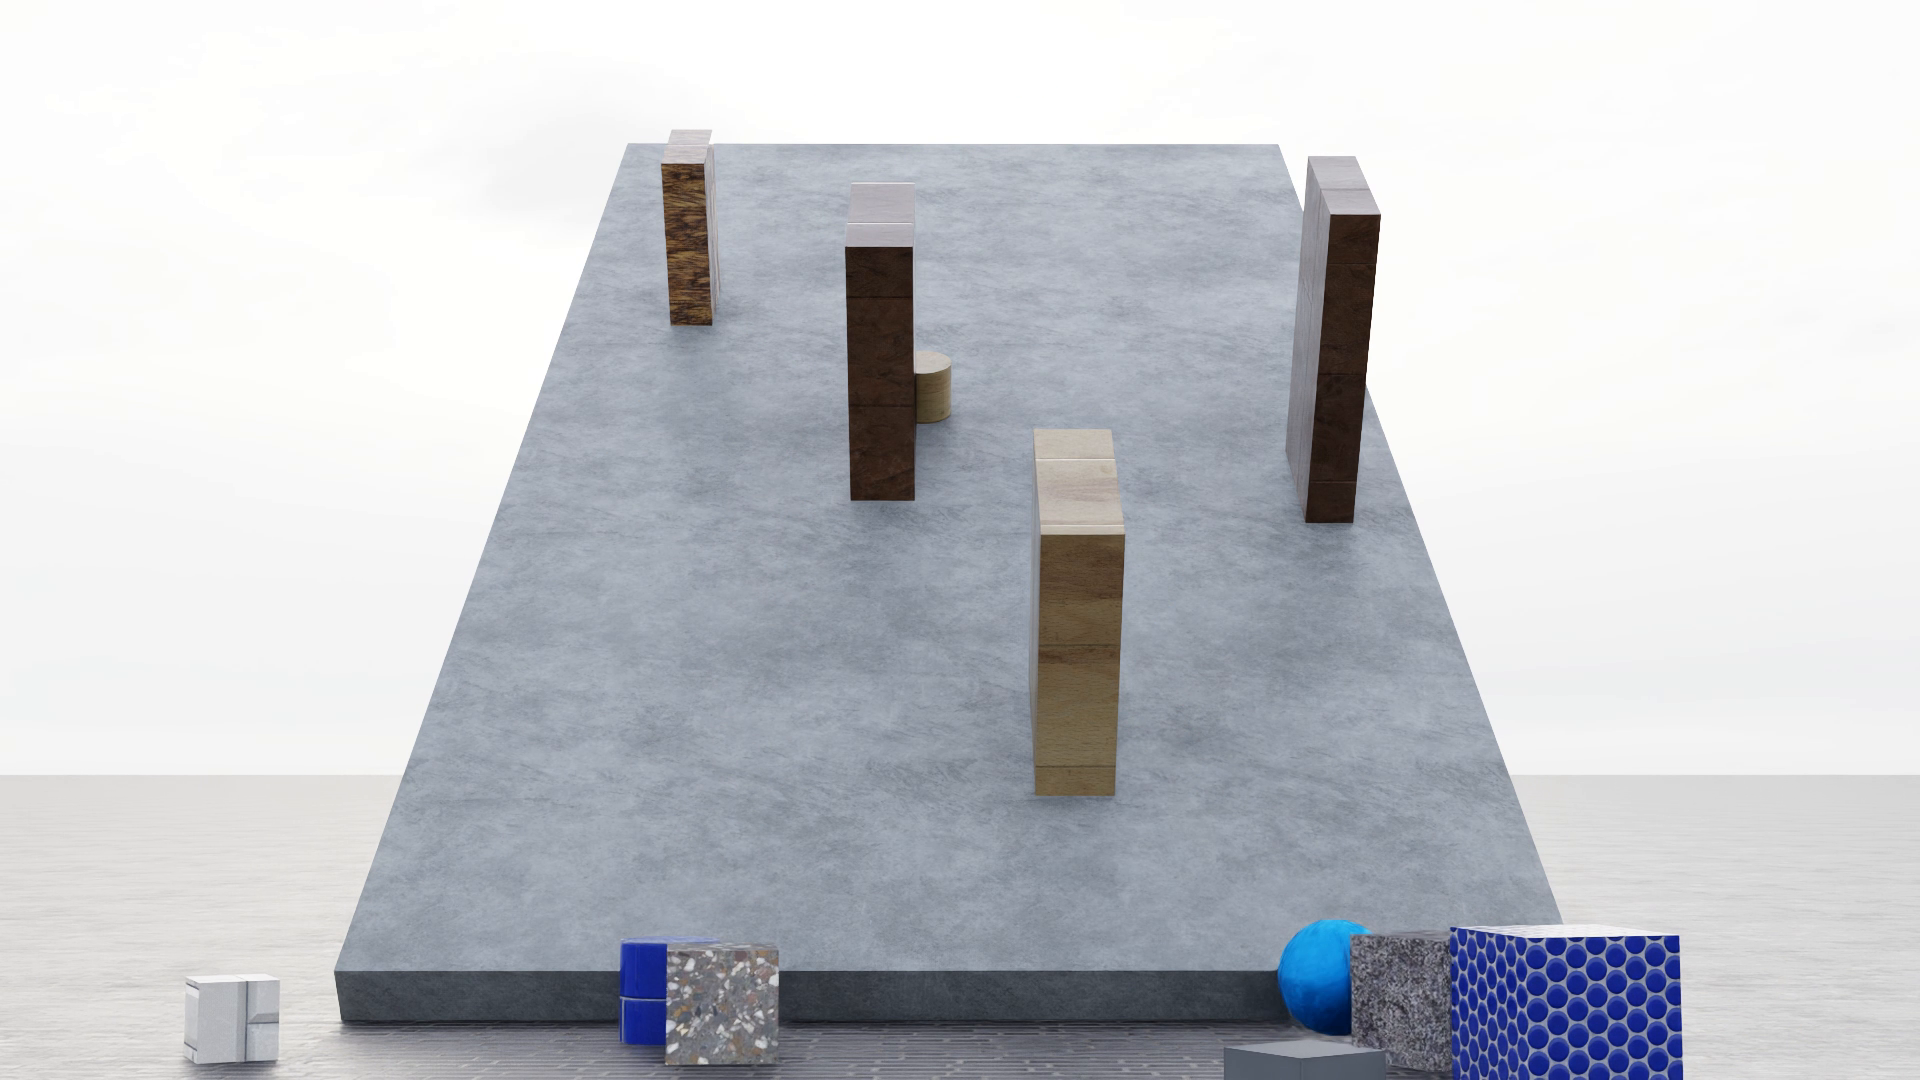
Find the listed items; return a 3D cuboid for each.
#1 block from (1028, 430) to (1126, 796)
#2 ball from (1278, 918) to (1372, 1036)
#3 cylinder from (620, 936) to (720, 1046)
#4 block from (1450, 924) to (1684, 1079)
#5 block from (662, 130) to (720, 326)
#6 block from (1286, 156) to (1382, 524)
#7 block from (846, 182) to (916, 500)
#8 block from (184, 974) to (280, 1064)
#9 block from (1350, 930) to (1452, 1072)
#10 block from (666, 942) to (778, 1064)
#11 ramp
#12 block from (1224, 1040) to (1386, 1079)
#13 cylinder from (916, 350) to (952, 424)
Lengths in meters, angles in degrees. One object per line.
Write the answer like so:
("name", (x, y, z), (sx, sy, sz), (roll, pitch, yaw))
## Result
("block", (0.205, 0.127, 4.322), (0.142, 0.530, 0.404), (0, 29, 0))
("ball", (0.541, 0.630, 3.452), (0.166, 0.166, 0.166), (0, -5, 0))
("cylinder", (-0.438, 0.677, 3.606), (0.149, 0.149, 0.149), (0, -5, 0))
("block", (0.749, 0.588, 2.971), (0.205, 0.205, 0.205), (1, -6, -14))
("block", (-0.686, -0.800, 6.123), (0.106, 0.435, 0.258), (0, 29, 0))
("block", (0.800, -0.432, 5.168), (0.103, 0.708, 0.353), (0, 29, 0))
("block", (-0.170, -0.442, 5.298), (0.141, 0.597, 0.392), (0, 29, 0))
("block", (-1.030, 0.675, 3.383), (0.110, 0.110, 0.110), (3, -6, -27))
("block", (0.669, 0.638, 3.333), (0.174, 0.174, 0.174), (4, -7, -36))
("block", (-0.337, 0.653, 3.386), (0.154, 0.154, 0.154), (1, -5, -7))
("ramp", (-0.012, -0.220, 5.619), (2.000, 0.100, 4.000), (0, 29, 0))
("block", (0.356, 0.585, 2.469), (0.117, 0.117, 0.117), (4, -7, -35))
("cylinder", (-0.085, -0.360, 5.636), (0.129, 0.129, 0.129), (0, 29, 0))
